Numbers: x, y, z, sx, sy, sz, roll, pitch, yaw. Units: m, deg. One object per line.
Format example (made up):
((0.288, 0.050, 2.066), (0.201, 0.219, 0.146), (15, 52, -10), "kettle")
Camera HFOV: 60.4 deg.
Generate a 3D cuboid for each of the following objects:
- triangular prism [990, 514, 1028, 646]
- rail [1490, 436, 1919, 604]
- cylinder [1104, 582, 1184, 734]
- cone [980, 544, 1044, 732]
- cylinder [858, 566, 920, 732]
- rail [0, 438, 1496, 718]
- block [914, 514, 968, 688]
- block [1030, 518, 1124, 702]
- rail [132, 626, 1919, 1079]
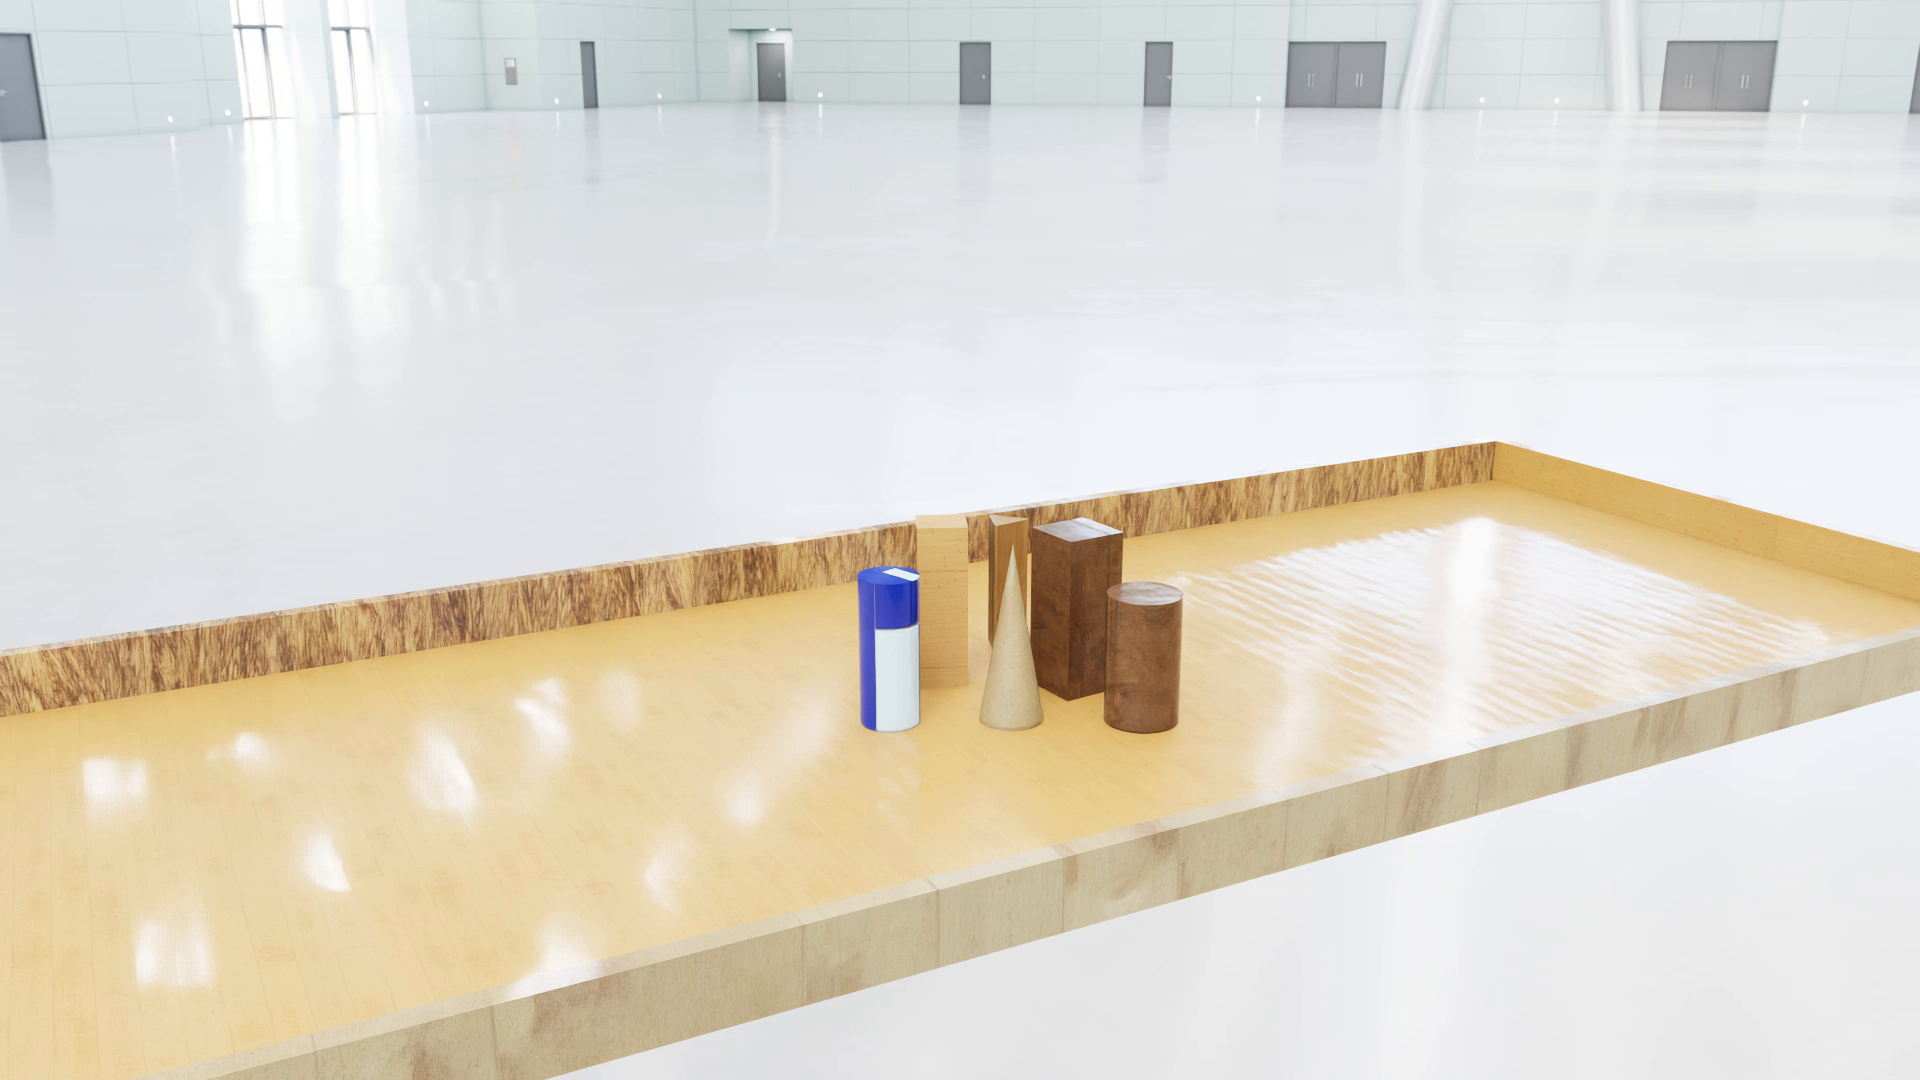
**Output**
((0.107, 0.110, 4.363), (0.107, 0.348, 0.093), (-12, 20, -36), "triangular prism")
((2.466, -0.048, 5.253), (0.050, 0.150, 2.100), (-9, 18, -27), "rail")
((0.429, 0.274, 3.865), (0.178, 0.314, 0.178), (0, 16, 0), "cylinder")
((0.122, 0.216, 3.852), (0.154, 0.433, 0.154), (0, 16, 0), "cone")
((-0.164, 0.254, 3.849), (0.143, 0.361, 0.143), (0, 16, 0), "cylinder")
((-3.305, 0.497, 3.399), (12.000, 0.150, 0.050), (-9, 18, -27), "rail")
((-0.046, 0.152, 4.106), (0.124, 0.413, 0.124), (-1, 16, -3), "block")
((0.285, 0.168, 4.065), (0.159, 0.404, 0.159), (-11, 19, -32), "block")
((-2.336, 1.006, 1.665), (12.000, 0.150, 0.050), (-9, 18, -27), "rail")
